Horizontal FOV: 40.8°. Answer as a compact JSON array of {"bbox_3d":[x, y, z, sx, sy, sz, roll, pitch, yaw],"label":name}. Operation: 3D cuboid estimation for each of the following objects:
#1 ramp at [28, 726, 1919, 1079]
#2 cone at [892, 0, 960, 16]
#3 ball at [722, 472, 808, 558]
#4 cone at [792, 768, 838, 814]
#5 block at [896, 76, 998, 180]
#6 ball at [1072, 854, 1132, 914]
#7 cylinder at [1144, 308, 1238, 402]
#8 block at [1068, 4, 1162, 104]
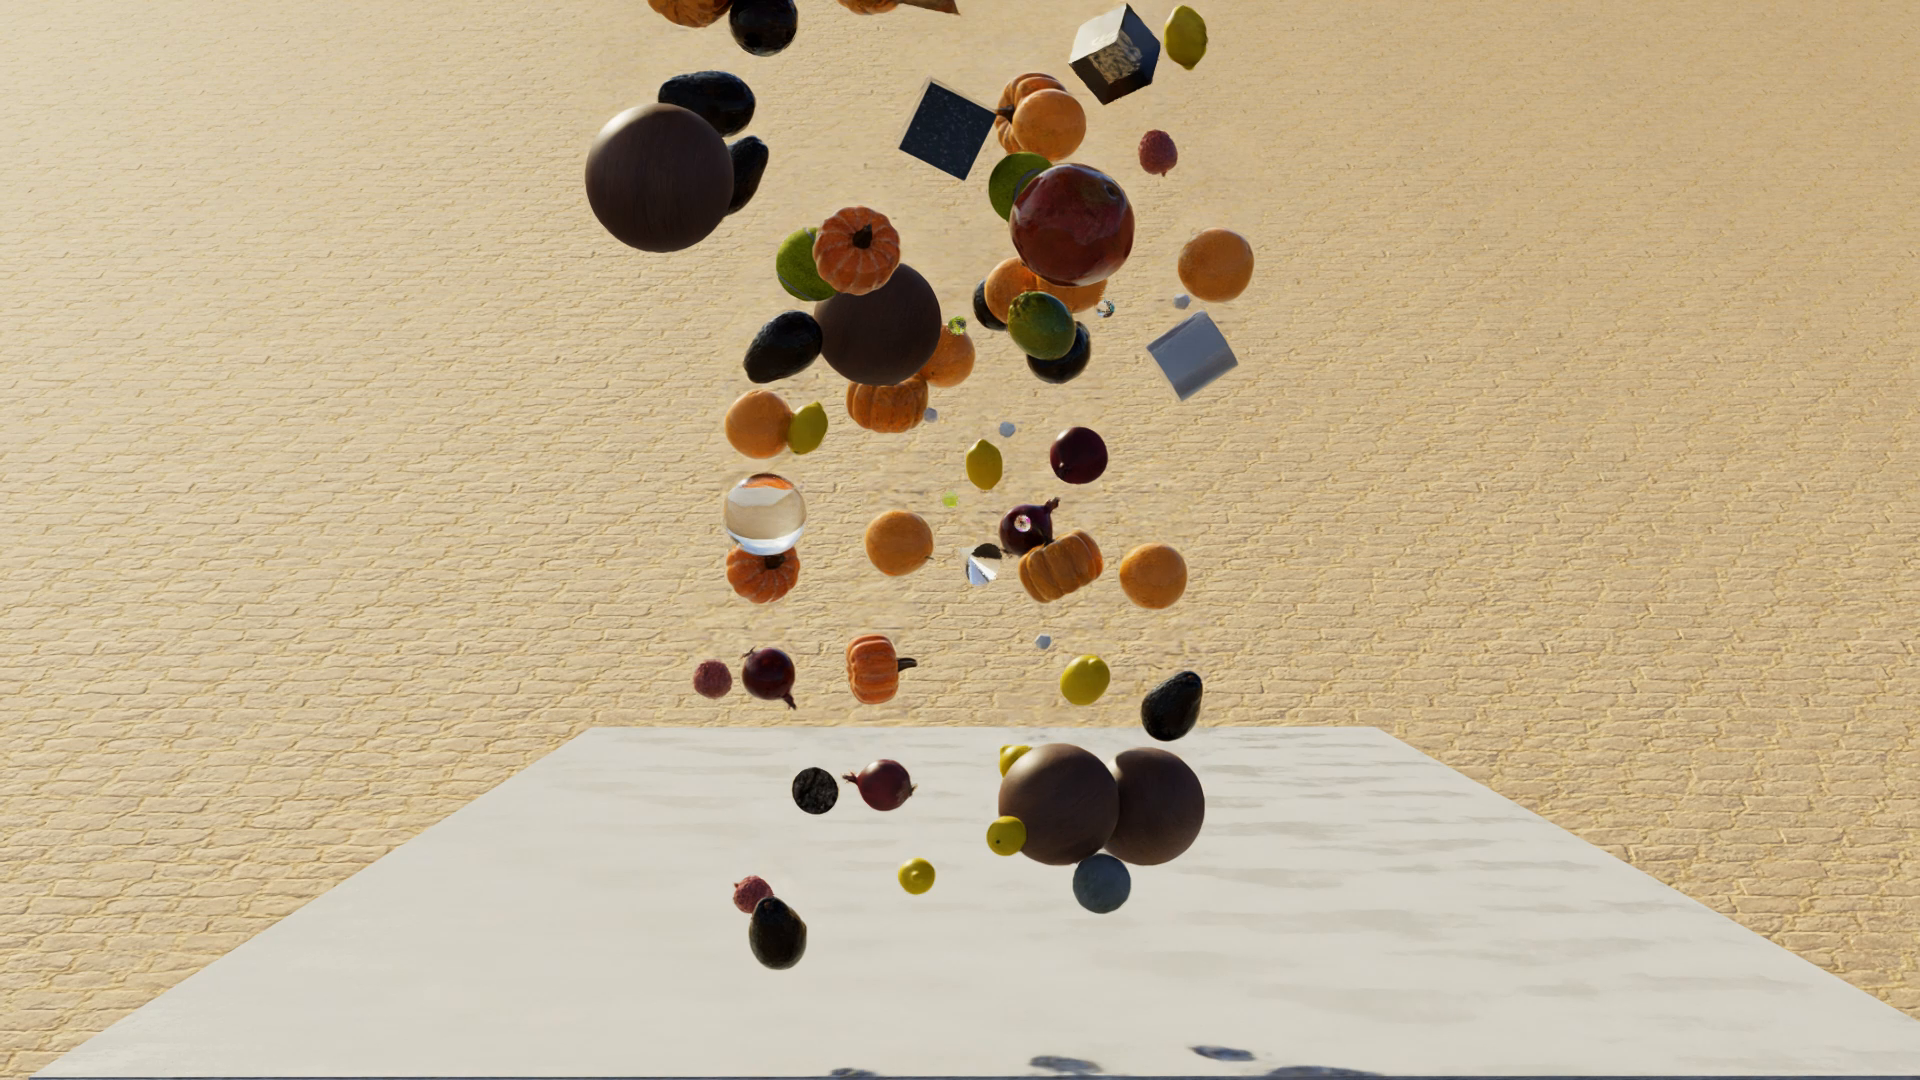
[{"bbox_3d":[0.062,0.558,4.596,2.000,0.100,4.000,0,1,0],"label":"ramp"},{"bbox_3d":[-0.028,-0.510,2.397,0.075,0.075,0.075,36,20,-19],"label":"cone"},{"bbox_3d":[-0.198,-0.025,2.622,0.086,0.086,0.086,0,27,0],"label":"ball"},{"bbox_3d":[-0.154,0.273,2.866,0.053,0.053,0.053,6,8,11],"label":"cone"},{"bbox_3d":[-0.013,-0.391,2.447,0.069,0.069,0.069,25,12,-10],"label":"block"},{"bbox_3d":[0.148,0.359,2.702,0.062,0.062,0.062,0,27,0],"label":"ball"},{"bbox_3d":[0.206,-0.164,2.299,0.061,0.061,0.061,-33,31,2],"label":"cylinder"},{"bbox_3d":[0.155,-0.484,2.575,0.060,0.060,0.060,-19,40,37],"label":"block"}]
